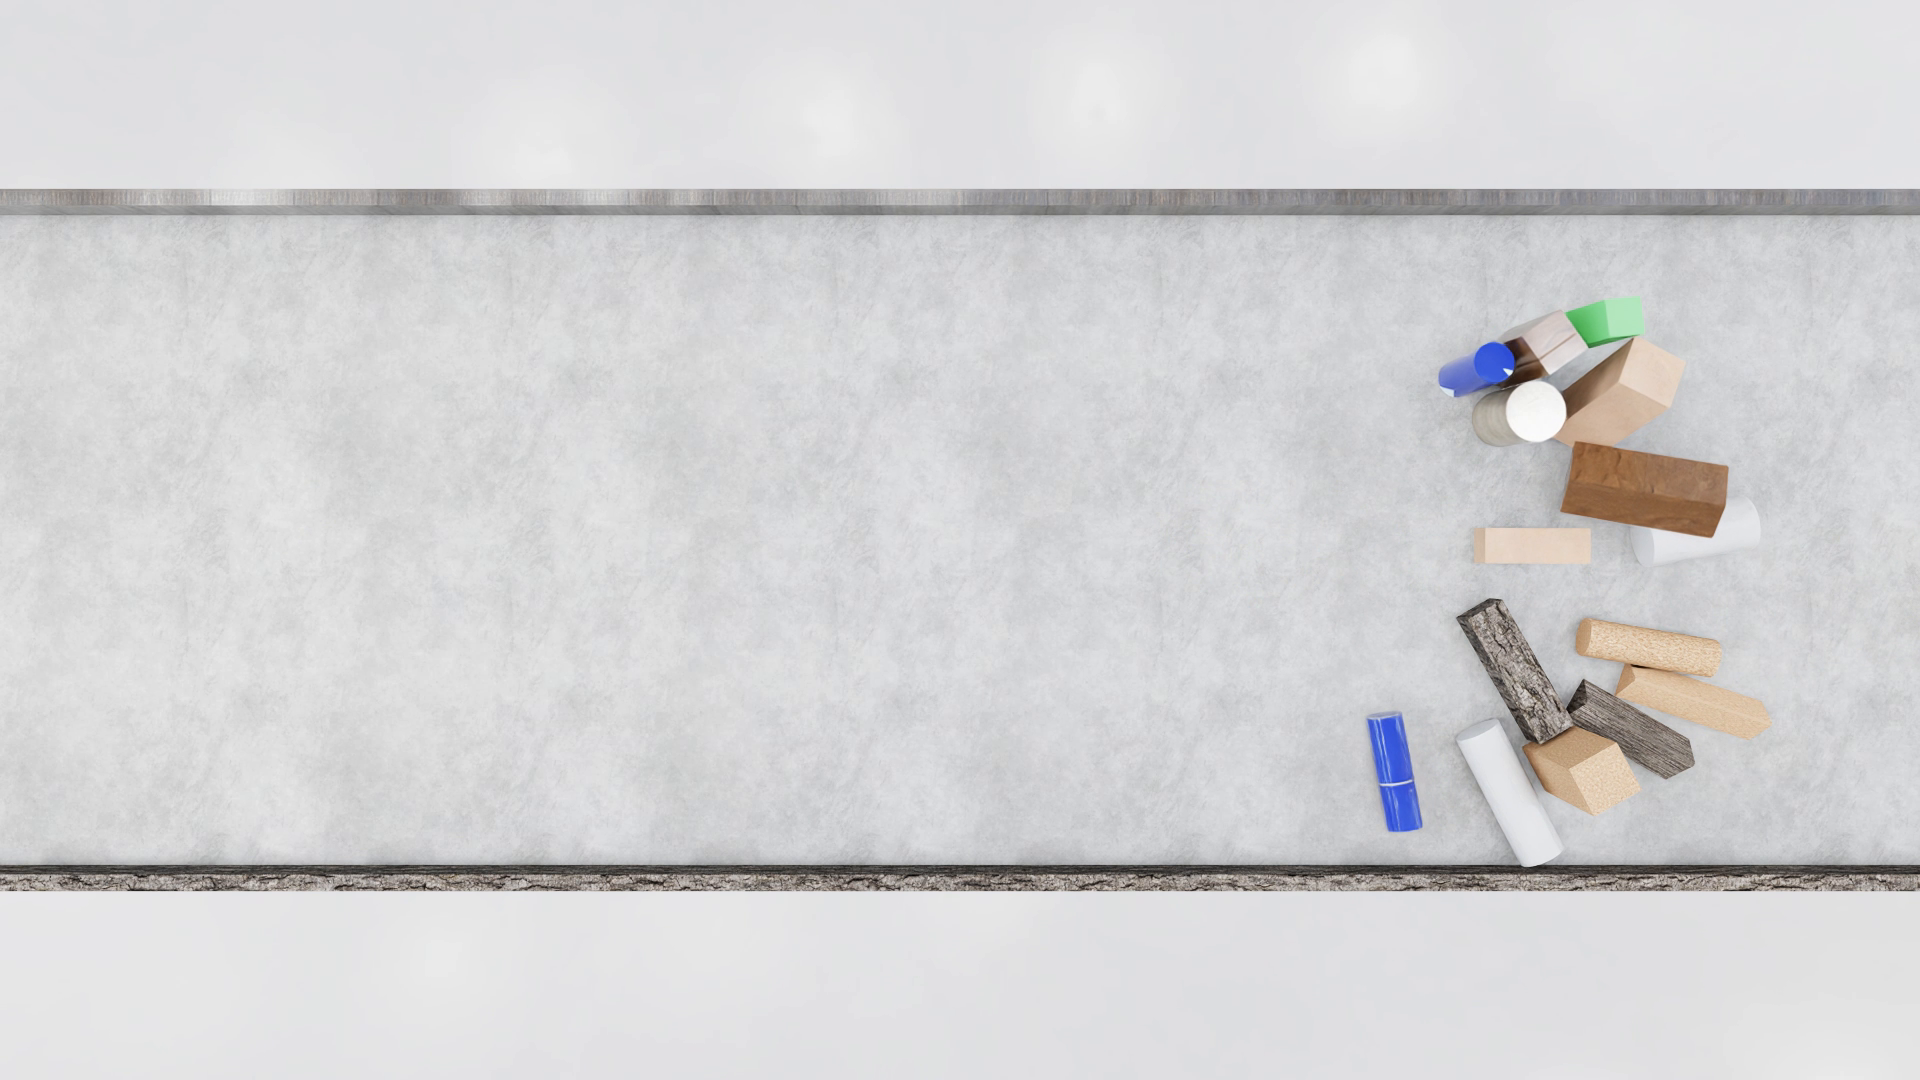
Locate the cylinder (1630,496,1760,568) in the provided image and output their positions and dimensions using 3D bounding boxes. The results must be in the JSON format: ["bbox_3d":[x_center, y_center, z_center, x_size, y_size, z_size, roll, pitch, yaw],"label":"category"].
[{"bbox_3d":[2.224,-0.026,4.994,0.321,0.165,0.165,-10,90,0],"label":"cylinder"}]

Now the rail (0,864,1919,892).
[{"bbox_3d":[-2.247,1.025,5.001,12.000,0.150,0.050,0,90,0],"label":"rail"}]

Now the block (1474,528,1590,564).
[{"bbox_3d":[1.742,0.018,5.023,0.318,0.107,0.107,0,90,0],"label":"block"}]

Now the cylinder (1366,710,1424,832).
[{"bbox_3d":[1.324,0.704,5.023,0.107,0.107,0.351,-11,90,0],"label":"cylinder"}]

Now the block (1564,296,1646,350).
[{"bbox_3d":[1.843,-0.624,4.857,0.108,0.428,0.108,-7,90,-8],"label":"block"}]

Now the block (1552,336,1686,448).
[{"bbox_3d":[1.925,-0.414,4.854,0.162,0.416,0.162,27,71,0],"label":"block"}]

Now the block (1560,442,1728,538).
[{"bbox_3d":[2.035,-0.151,4.914,0.432,0.155,0.155,11,55,16],"label":"block"}]

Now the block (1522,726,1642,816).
[{"bbox_3d":[1.836,0.675,4.888,0.156,0.370,0.156,-29,93,0],"label":"block"}]

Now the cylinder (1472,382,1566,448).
[{"bbox_3d":[1.662,-0.372,4.918,0.173,0.315,0.173,0,90,0],"label":"cylinder"}]

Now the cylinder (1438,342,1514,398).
[{"bbox_3d":[1.530,-0.503,4.901,0.117,0.348,0.117,0,88,0],"label":"cylinder"}]

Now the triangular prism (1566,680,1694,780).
[{"bbox_3d":[2.044,0.581,5.012,0.373,0.123,0.142,30,90,0],"label":"triangular prism"}]

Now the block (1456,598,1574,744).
[{"bbox_3d":[1.687,0.397,5.016,0.121,0.121,0.434,-30,90,0],"label":"block"}]

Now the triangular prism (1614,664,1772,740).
[{"bbox_3d":[2.239,0.488,5.020,0.434,0.108,0.125,18,90,0],"label":"triangular prism"}]

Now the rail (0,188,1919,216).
[{"bbox_3d":[-2.247,-1.025,5.002,12.000,0.150,0.050,0,90,0],"label":"rail"}]

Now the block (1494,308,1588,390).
[{"bbox_3d":[1.683,-0.560,4.872,0.135,0.406,0.135,-35,90,-1],"label":"block"}]

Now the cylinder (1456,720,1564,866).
[{"bbox_3d":[1.668,0.767,5.006,0.140,0.140,0.429,-27,90,0],"label":"cylinder"}]

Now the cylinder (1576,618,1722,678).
[{"bbox_3d":[2.093,0.327,5.019,0.397,0.117,0.117,10,90,0],"label":"cylinder"}]
